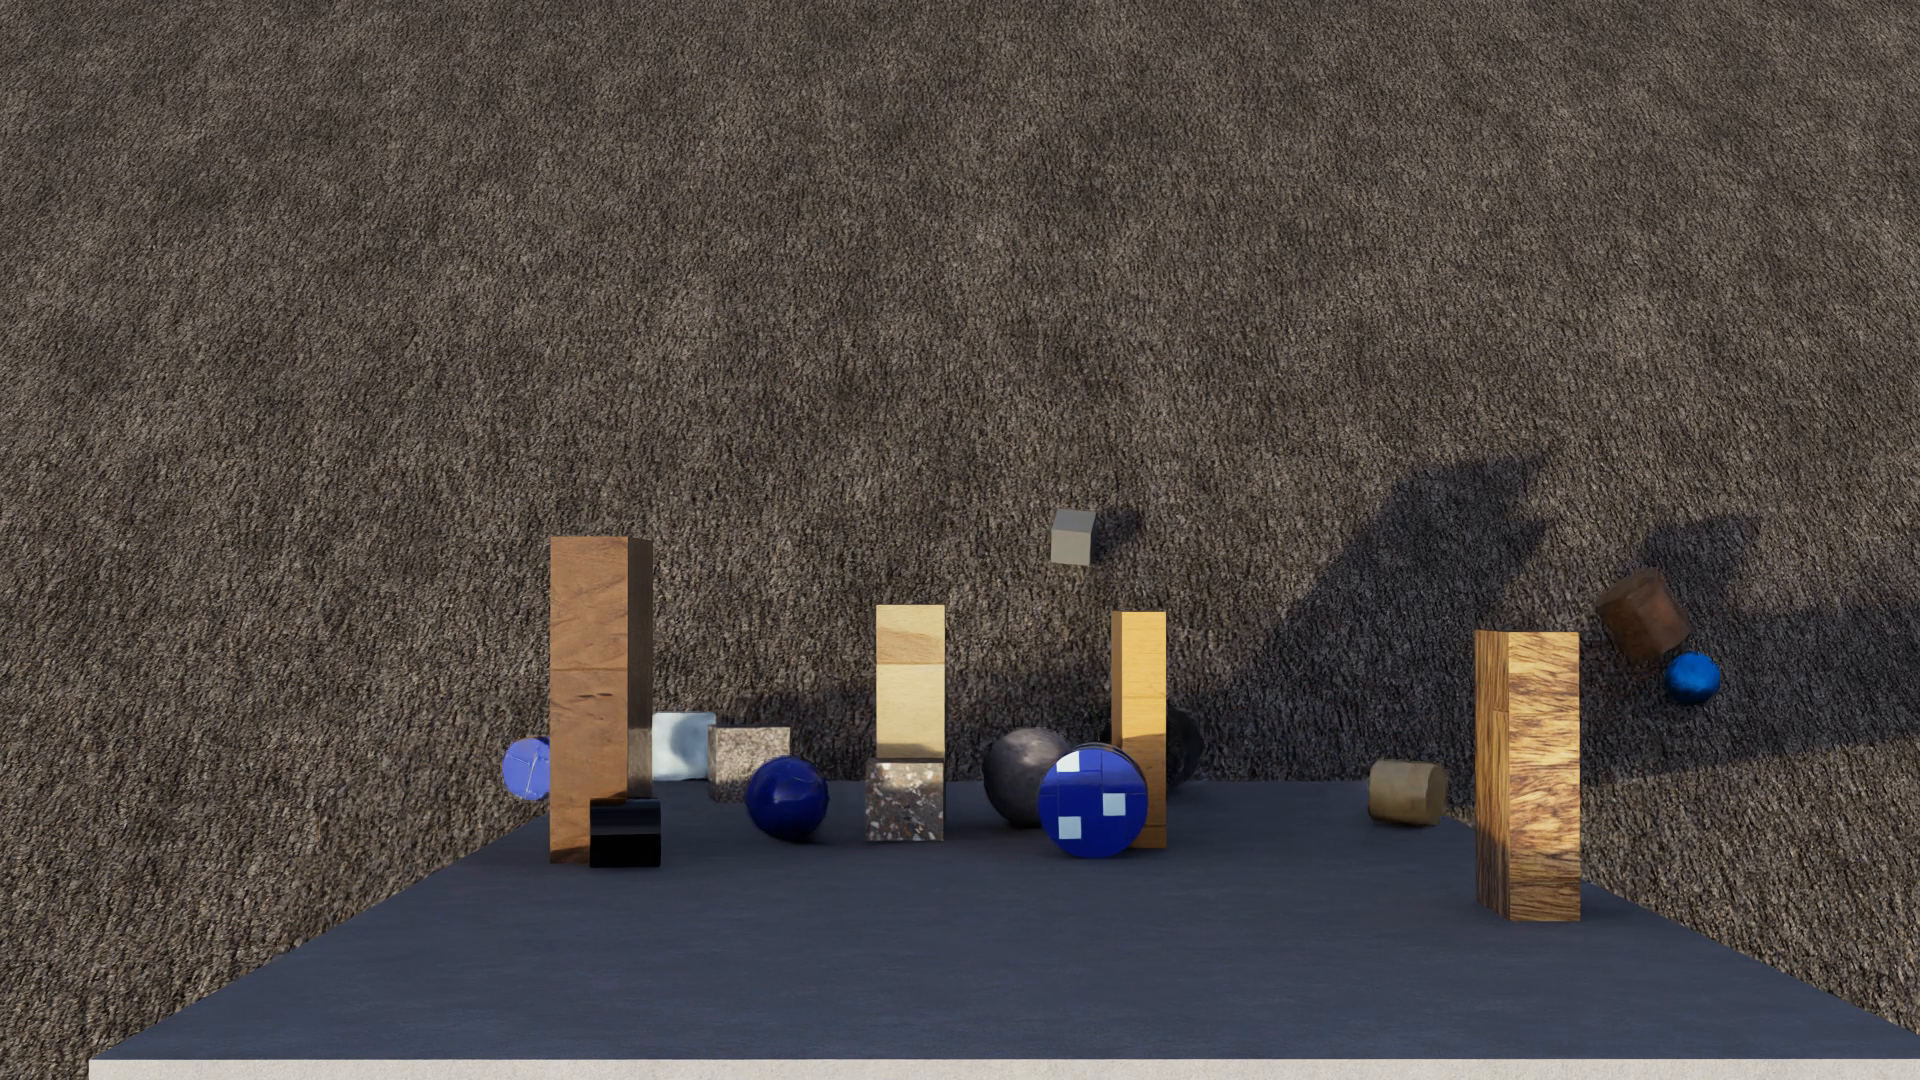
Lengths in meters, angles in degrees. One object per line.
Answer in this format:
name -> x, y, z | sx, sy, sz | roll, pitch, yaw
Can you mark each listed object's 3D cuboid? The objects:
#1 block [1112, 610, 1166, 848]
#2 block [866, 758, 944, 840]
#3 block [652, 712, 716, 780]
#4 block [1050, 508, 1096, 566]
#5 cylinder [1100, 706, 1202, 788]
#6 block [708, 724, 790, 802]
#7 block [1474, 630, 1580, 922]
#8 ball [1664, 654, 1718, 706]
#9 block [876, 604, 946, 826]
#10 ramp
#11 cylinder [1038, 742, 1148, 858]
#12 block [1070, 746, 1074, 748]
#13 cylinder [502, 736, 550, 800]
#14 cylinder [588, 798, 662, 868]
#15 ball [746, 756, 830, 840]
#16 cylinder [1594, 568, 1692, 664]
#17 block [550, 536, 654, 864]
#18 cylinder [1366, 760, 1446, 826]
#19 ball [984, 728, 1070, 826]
block -> 0.357, 0.371, 5.204 | 0.085, 0.456, 0.362 | 0, -1, 0
block -> -0.111, 0.523, 5.243 | 0.154, 0.154, 0.154 | 0, -1, 0
block -> -0.730, 0.541, 6.813 | 0.173, 0.173, 0.173 | -1, -4, -7
block -> 0.341, -0.008, 7.780 | 0.117, 0.117, 0.117 | 6, 34, 9
cylinder -> 0.469, 0.516, 6.395 | 0.210, 0.210, 0.210 | 13, 3, 18
block -> -0.506, 0.532, 6.202 | 0.174, 0.174, 0.174 | 0, -1, -12
block -> 0.881, 0.359, 4.039 | 0.106, 0.435, 0.258 | 0, -1, 0
ball -> 2.017, 0.384, 7.153 | 0.144, 0.144, 0.144 | 0, 33, 0
block -> -0.102, 0.371, 5.529 | 0.140, 0.468, 0.411 | 0, -1, 0
ramp -> 0.073, 0.641, 4.756 | 2.000, 0.100, 4.000 | 0, -1, 0
cylinder -> 0.255, 0.492, 4.923 | 0.204, 0.204, 0.204 | 3, -1, 4
block -> 0.290, 0.568, 6.429 | 0.110, 0.110, 0.110 | 0, -1, -1
cylinder -> -0.995, 0.546, 6.227 | 0.149, 0.149, 0.149 | 15, 4, 21
cylinder -> -0.605, 0.527, 4.675 | 0.125, 0.125, 0.125 | 0, 33, -9
ball -> -0.344, 0.516, 5.177 | 0.166, 0.166, 0.166 | 0, 33, 0
cylinder -> 1.919, 0.215, 7.288 | 0.195, 0.195, 0.195 | -32, 4, 2
block -> -0.679, 0.296, 4.938 | 0.141, 0.597, 0.392 | 0, -1, 0
cylinder -> 0.942, 0.532, 5.471 | 0.129, 0.129, 0.129 | 2, 31, 28
ball -> 0.153, 0.502, 5.492 | 0.207, 0.207, 0.207 | 0, 33, 0
